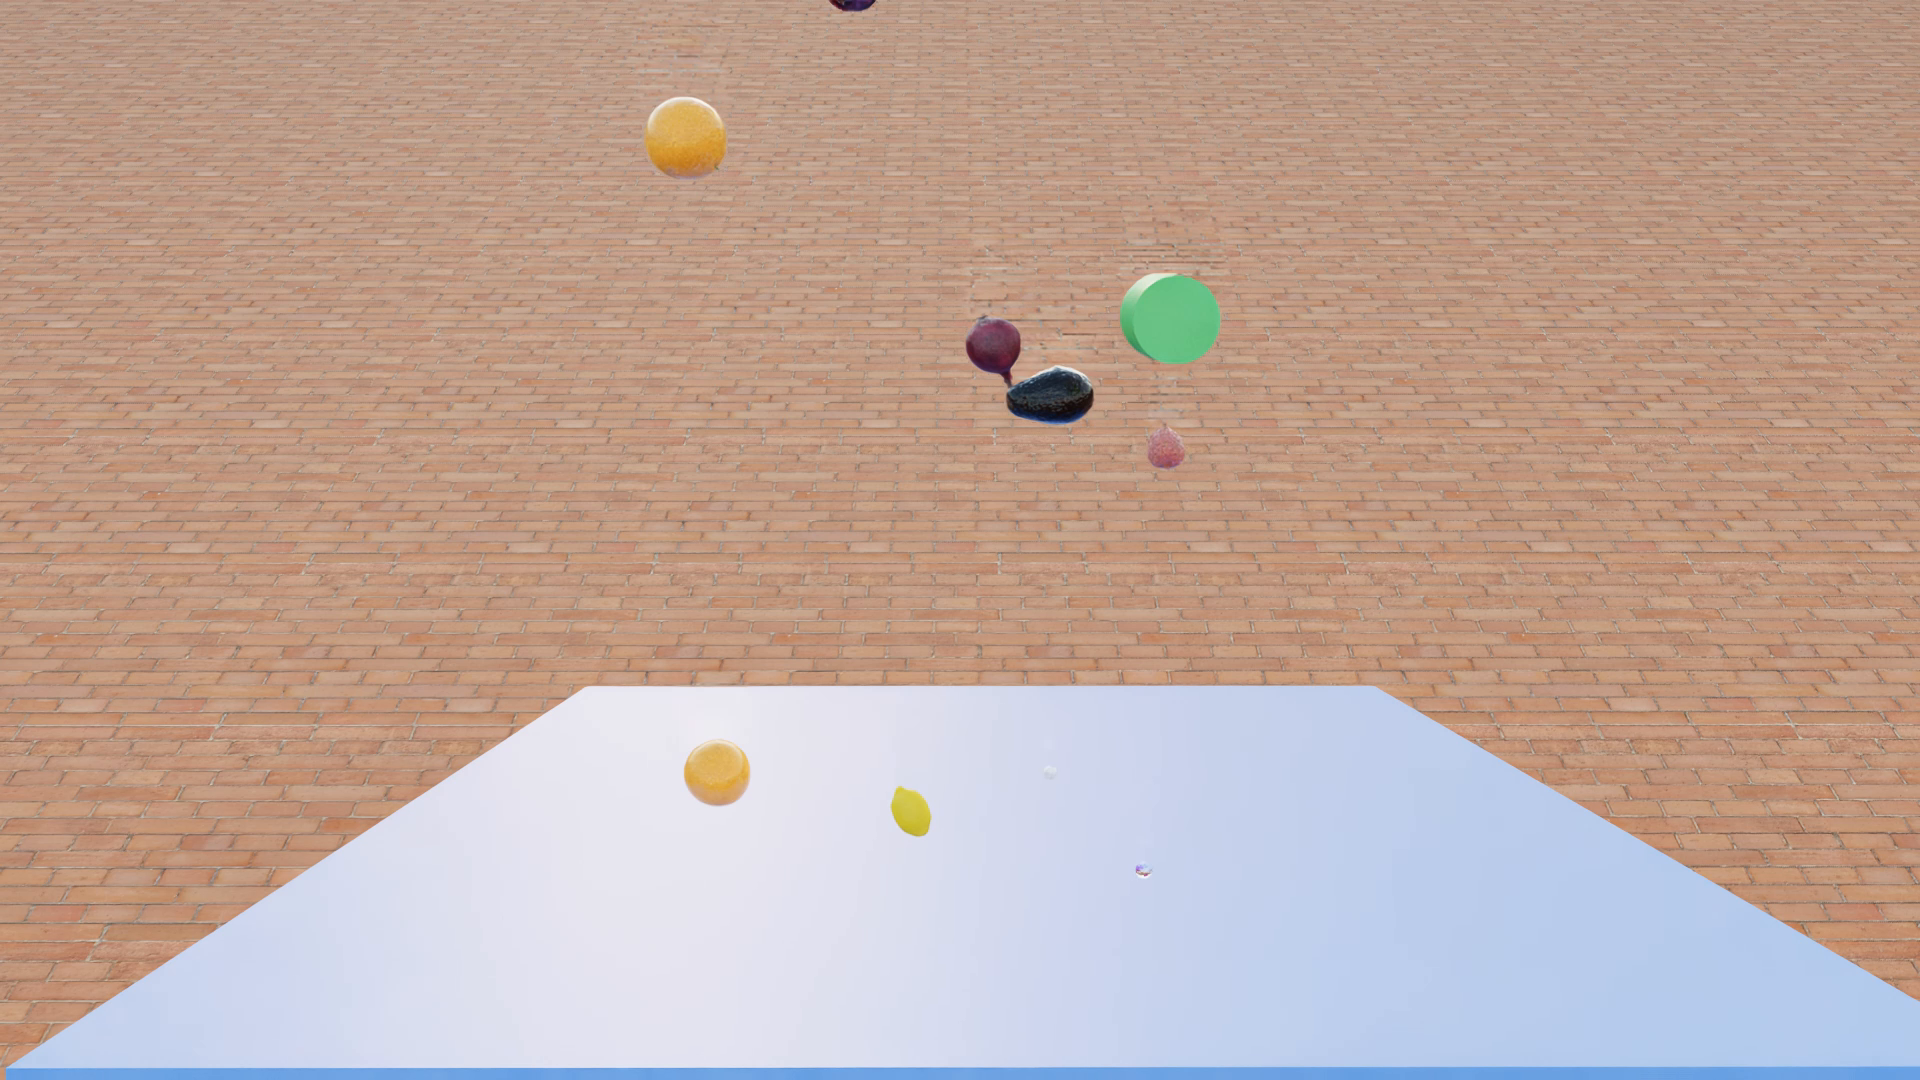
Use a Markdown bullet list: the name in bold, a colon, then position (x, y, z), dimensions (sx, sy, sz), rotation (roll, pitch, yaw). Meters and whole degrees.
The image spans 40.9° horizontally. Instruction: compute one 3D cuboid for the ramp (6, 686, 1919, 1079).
- **ramp**: position (0.055, 0.496, 4.544), dimensions (2.000, 0.100, 4.000), rotation (0, 2, 0)
